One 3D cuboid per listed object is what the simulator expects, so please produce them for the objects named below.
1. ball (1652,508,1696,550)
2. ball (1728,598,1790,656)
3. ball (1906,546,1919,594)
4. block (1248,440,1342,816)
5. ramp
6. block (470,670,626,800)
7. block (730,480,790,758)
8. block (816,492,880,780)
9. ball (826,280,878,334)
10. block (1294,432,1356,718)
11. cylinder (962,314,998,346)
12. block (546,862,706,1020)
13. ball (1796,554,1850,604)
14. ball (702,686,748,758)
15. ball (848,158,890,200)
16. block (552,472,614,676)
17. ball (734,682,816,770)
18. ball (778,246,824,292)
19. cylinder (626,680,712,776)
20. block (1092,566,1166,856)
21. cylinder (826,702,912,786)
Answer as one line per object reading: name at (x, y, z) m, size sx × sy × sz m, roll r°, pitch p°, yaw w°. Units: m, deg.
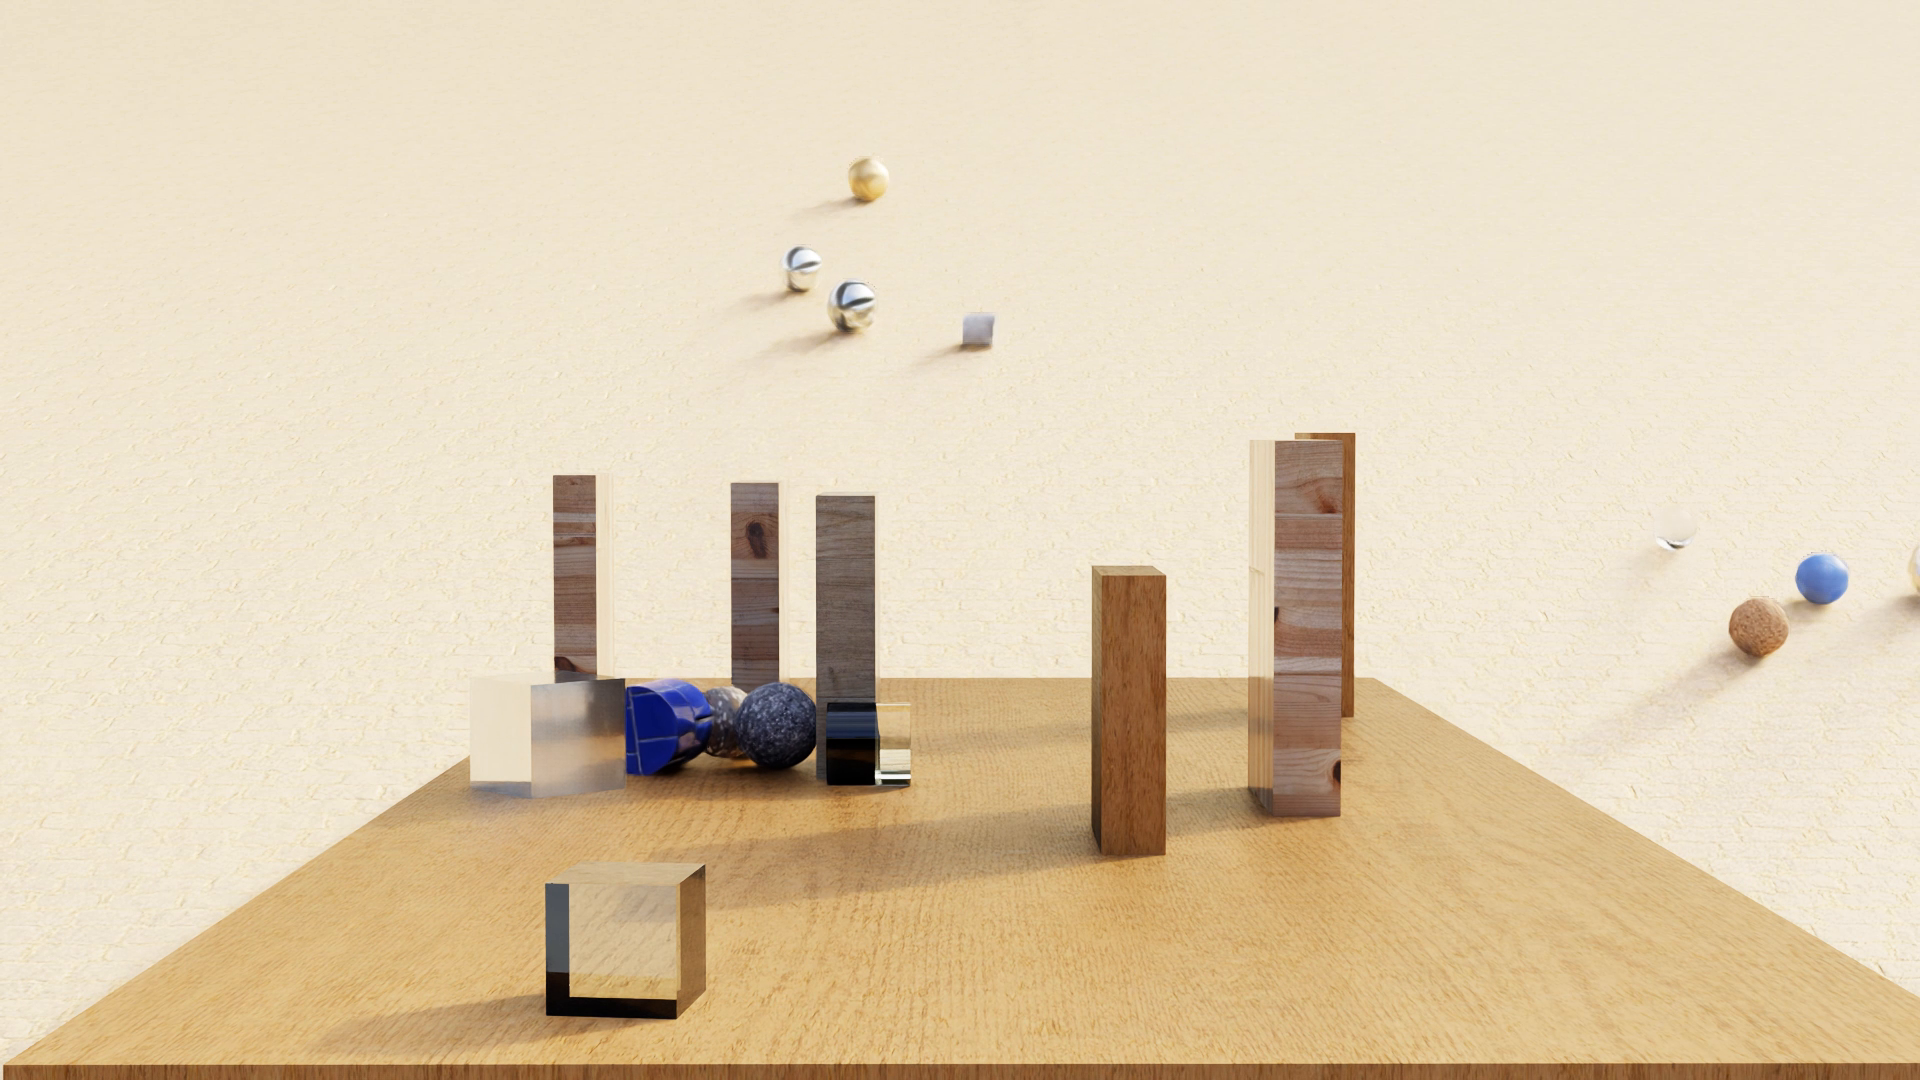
ball at (2.082, -0.032, 7.507) m, size 0.125 × 0.125 × 0.125 m, roll 0°, pitch 23°, yaw 0°
ball at (2.127, 0.232, 6.851) m, size 0.154 × 0.154 × 0.154 m, roll 0°, pitch 23°, yaw 0°
ball at (2.732, 0.082, 7.182) m, size 0.169 × 0.169 × 0.169 m, roll 0°, pitch 23°, yaw 0°
block at (0.561, 0.136, 4.335) m, size 0.110 × 0.609 × 0.361 m, roll 0°, pitch 2°, yaw 0°
ramp at (0.053, 0.483, 4.539) m, size 2.000 × 0.100 × 4.000 m, roll 0°, pitch 2°, yaw 0°
block at (-0.722, 0.338, 4.505) m, size 0.194 × 0.194 × 0.194 m, roll -2°, pitch 3°, yaw -42°
block at (-0.392, 0.147, 5.068) m, size 0.093 × 0.527 × 0.292 m, roll 0°, pitch 2°, yaw 0°
block at (-0.205, 0.169, 4.756) m, size 0.107 × 0.510 × 0.299 m, roll 0°, pitch 2°, yaw 0°
ball at (-0.390, -0.846, 9.324) m, size 0.191 × 0.191 × 0.191 m, roll 0°, pitch 23°, yaw 0°
block at (0.811, 0.071, 5.742) m, size 0.098 × 0.621 × 0.267 m, roll 0°, pitch 2°, yaw 0°
cylinder at (0.071, -0.750, 9.200) m, size 0.111 × 0.111 × 0.111 m, roll 4°, pitch 23°, yaw 9°
block at (-0.363, 0.434, 2.807) m, size 0.143 × 0.143 × 0.143 m, roll 0°, pitch 2°, yaw 7°
ball at (2.397, 0.108, 7.155) m, size 0.143 × 0.143 × 0.143 m, roll 0°, pitch 23°, yaw 0°
ball at (-0.445, 0.344, 4.862) m, size 0.136 × 0.136 × 0.136 m, roll 0°, pitch 23°, yaw 0°
ball at (-0.390, -1.536, 10.954) m, size 0.179 × 0.179 × 0.179 m, roll 0°, pitch 23°, yaw 0°
block at (-0.804, 0.125, 5.512) m, size 0.090 × 0.534 × 0.274 m, roll 0°, pitch 2°, yaw 0°
ball at (-0.338, 0.344, 4.760) m, size 0.160 × 0.160 × 0.160 m, roll 0°, pitch 23°, yaw 0°
ball at (-0.603, -1.027, 9.768) m, size 0.176 × 0.176 × 0.176 m, roll 0°, pitch 23°, yaw 0°
cylinder at (-0.563, 0.343, 4.742) m, size 0.163 × 0.163 × 0.163 m, roll 8°, pitch 4°, yaw 17°
block at (0.255, 0.252, 3.924) m, size 0.095 × 0.412 × 0.283 m, roll 0°, pitch 2°, yaw 0°
cylinder at (-0.160, 0.360, 4.541) m, size 0.147 × 0.147 × 0.147 m, roll 0°, pitch 23°, yaw -1°
